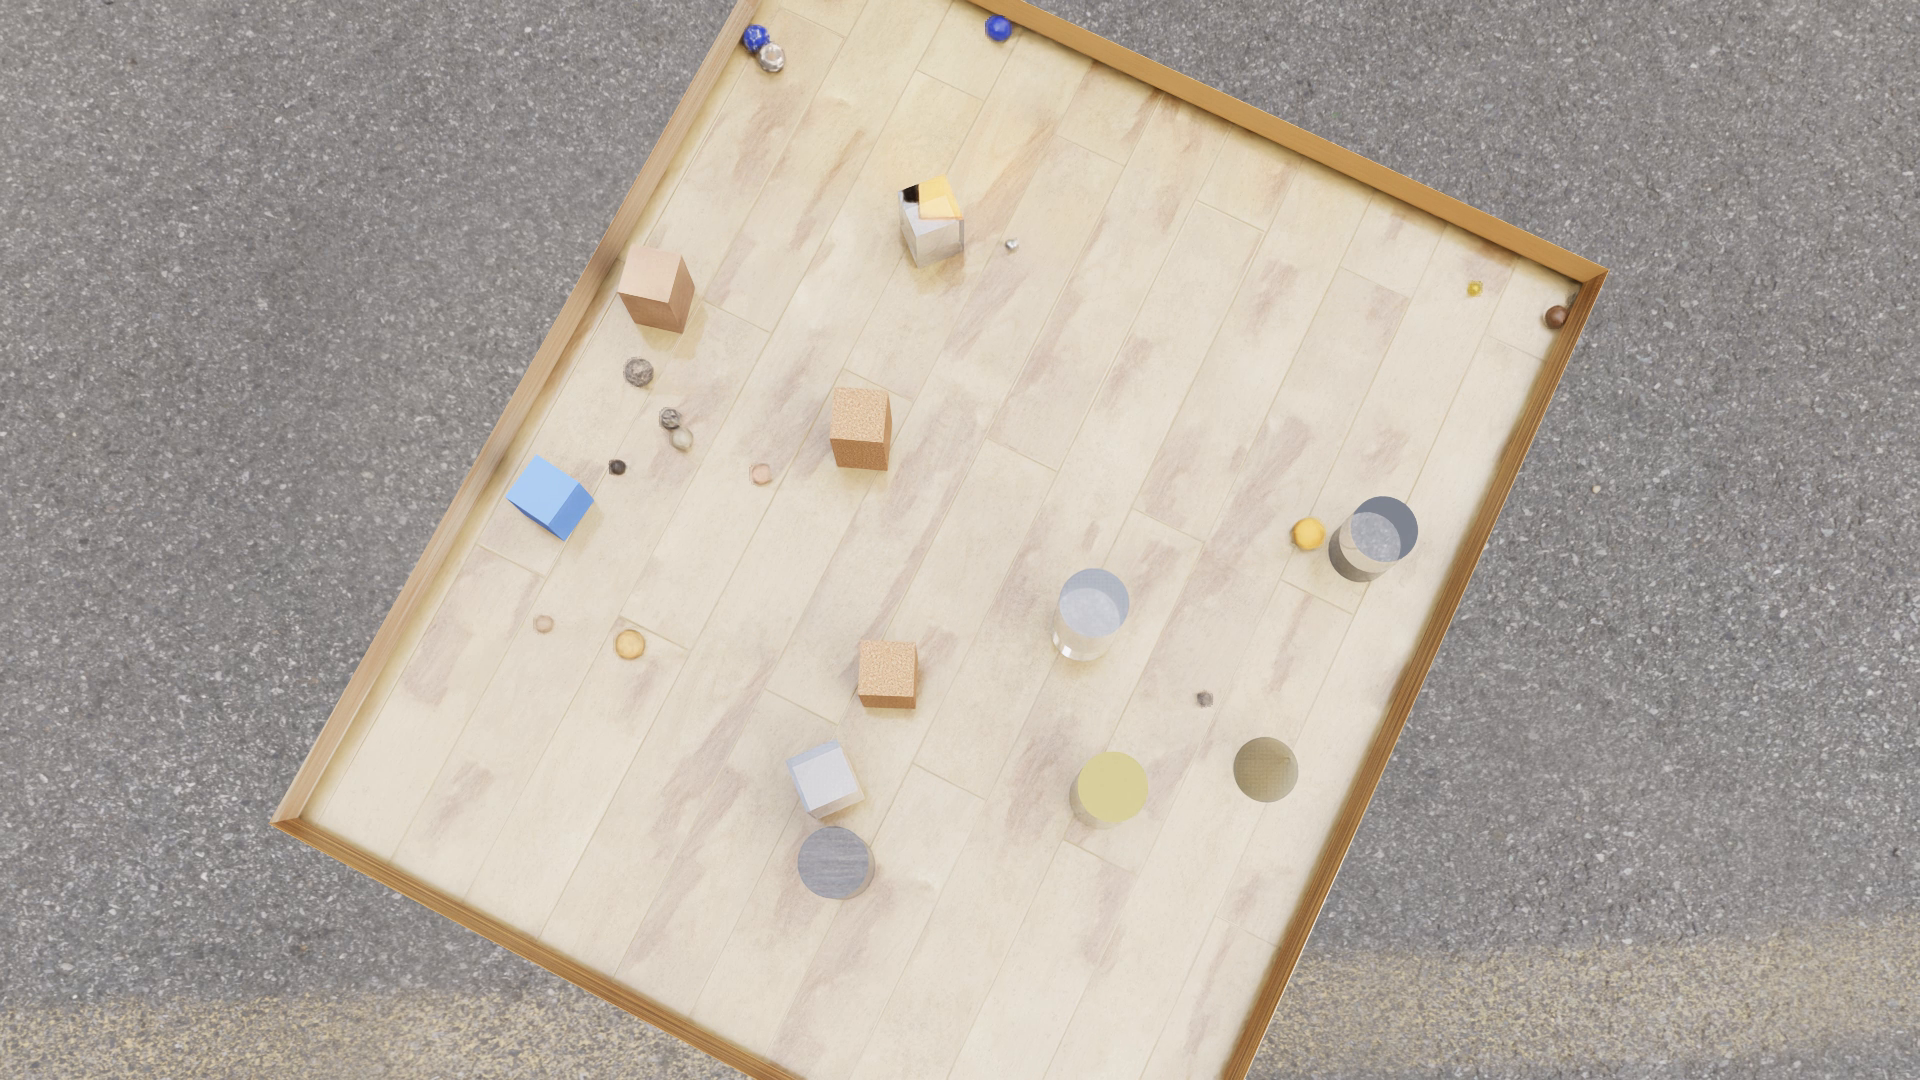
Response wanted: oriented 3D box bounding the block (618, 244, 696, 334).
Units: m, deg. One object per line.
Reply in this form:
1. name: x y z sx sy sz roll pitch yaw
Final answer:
1. block: -0.928 -0.768 5.625 0.157 0.295 0.157 13 79 3

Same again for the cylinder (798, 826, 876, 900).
1. cylinder: -0.347 0.924 5.217 0.196 0.408 0.196 0 78 0

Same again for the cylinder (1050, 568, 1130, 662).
1. cylinder: 0.373 0.223 5.326 0.196 0.479 0.196 0 78 0

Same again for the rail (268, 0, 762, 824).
1. rail: -1.246 -0.603 5.675 0.045 0.127 3.310 26 80 5

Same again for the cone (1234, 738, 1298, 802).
1. cone: 0.914 0.645 5.275 0.196 0.407 0.196 0 78 0

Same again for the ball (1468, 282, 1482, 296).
1. ball: 1.616 -0.788 5.758 0.042 0.042 0.042 0 78 0

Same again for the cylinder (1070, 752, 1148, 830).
1. cylinder: 0.422 0.723 5.258 0.196 0.408 0.196 0 78 0

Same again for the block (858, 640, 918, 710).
1. block: -0.208 0.397 5.374 0.157 0.313 0.157 2 78 0

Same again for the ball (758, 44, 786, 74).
1. ball: -0.606 -1.547 5.890 0.091 0.091 0.091 0 78 0

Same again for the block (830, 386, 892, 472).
1. block: -0.295 -0.331 5.509 0.157 0.346 0.157 5 78 1

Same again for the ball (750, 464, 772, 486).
1. ball: -0.610 -0.202 5.625 0.066 0.066 0.066 0 78 0

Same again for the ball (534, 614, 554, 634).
1. ball: -1.256 0.254 5.536 0.055 0.055 0.055 0 78 0

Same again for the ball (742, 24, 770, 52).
1. ball: -0.657 -1.617 5.907 0.086 0.086 0.086 0 78 0

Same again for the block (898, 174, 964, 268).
1. block: -0.089 -0.984 5.678 0.157 0.278 0.157 -21 79 -4

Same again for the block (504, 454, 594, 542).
1. block: -1.233 -0.125 5.522 0.157 0.236 0.157 33 80 6

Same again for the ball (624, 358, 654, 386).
1. ball: -0.994 -0.519 5.679 0.088 0.088 0.088 0 78 0

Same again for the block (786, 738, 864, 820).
1. block: -0.385 0.693 5.281 0.157 0.376 0.157 -23 79 -5

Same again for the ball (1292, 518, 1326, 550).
1. ball: 1.060 -0.019 5.571 0.098 0.098 0.098 0 78 0

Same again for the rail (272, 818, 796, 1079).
1. rail: -0.729 1.435 5.254 2.833 0.127 0.045 26 80 5

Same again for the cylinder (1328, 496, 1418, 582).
1. cylinder: 1.225 0.001 5.449 0.196 0.327 0.196 0 78 0

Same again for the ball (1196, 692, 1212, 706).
1. ball: 0.732 0.477 5.496 0.043 0.043 0.043 0 78 0

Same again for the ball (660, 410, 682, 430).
1. ball: -0.892 -0.372 5.660 0.065 0.065 0.065 0 78 0

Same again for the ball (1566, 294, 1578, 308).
1. ball: 1.925 -0.751 5.750 0.043 0.043 0.043 0 78 0

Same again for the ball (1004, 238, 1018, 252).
1. ball: 0.160 -0.930 5.788 0.042 0.042 0.042 0 78 0

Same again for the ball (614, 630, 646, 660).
1. ball: -0.992 0.314 5.505 0.090 0.090 0.090 0 78 0

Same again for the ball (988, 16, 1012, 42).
1. ball: 0.128 -1.649 5.917 0.080 0.080 0.080 0 78 0

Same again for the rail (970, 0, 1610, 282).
1. rail: 0.729 -1.422 5.845 2.833 0.127 0.045 26 80 5

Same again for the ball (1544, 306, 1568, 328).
1. ball: 1.865 -0.697 5.725 0.071 0.071 0.071 0 78 0

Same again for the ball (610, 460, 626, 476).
1. ball: -1.051 -0.223 5.638 0.049 0.049 0.049 0 78 0

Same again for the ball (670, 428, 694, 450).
1. ball: -0.855 -0.312 5.646 0.070 0.070 0.070 0 78 0

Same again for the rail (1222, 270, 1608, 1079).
1. rail: 1.246 0.617 5.423 0.045 0.127 3.310 26 80 5
